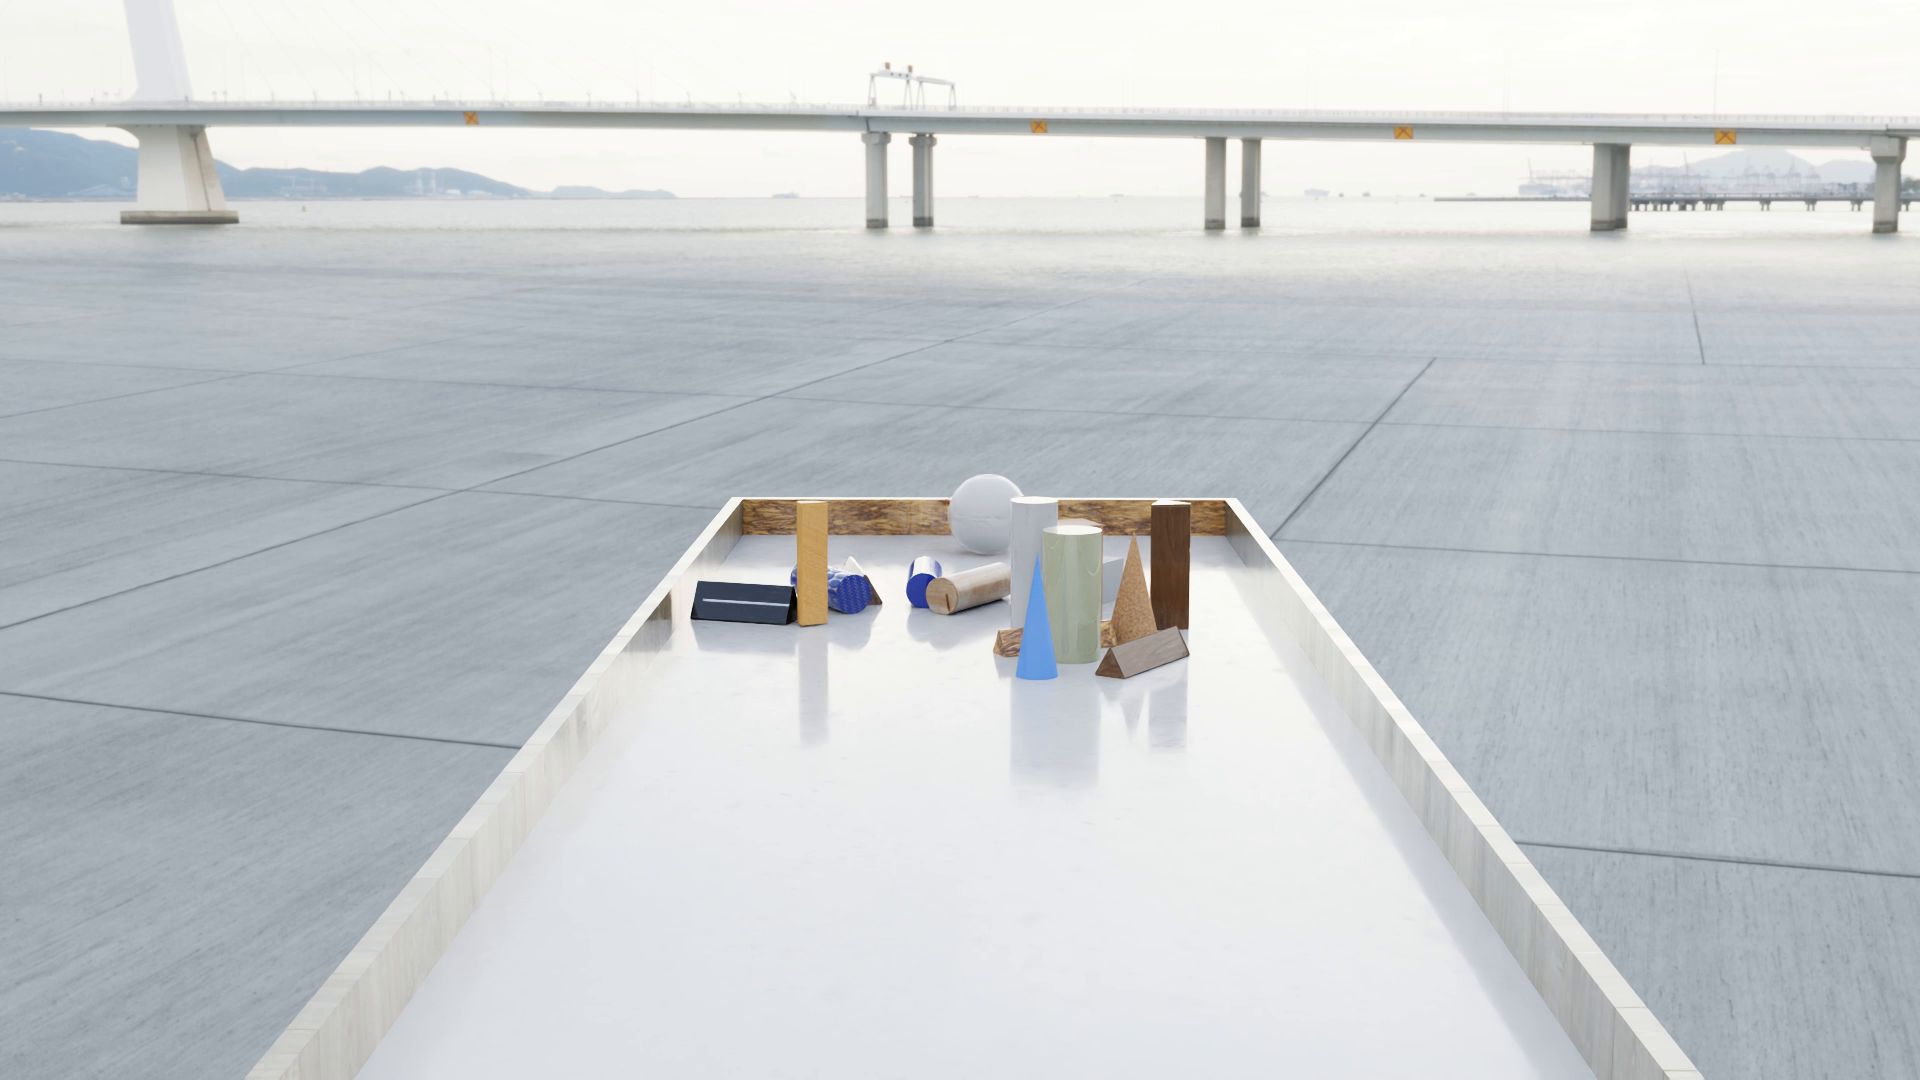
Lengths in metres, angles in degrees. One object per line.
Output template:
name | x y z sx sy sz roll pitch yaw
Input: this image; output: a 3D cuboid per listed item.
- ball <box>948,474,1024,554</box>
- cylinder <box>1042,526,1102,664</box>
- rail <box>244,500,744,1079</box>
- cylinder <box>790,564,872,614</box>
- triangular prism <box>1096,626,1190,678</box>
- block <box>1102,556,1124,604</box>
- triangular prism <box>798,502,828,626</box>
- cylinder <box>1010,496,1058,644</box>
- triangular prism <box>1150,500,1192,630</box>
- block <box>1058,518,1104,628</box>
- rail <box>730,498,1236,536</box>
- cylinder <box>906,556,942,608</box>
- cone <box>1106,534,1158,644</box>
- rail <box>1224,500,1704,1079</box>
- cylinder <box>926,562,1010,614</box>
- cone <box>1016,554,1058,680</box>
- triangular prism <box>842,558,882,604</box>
ball | 0.110 -0.101 8.635 0.316 0.316 0.316 0 9 0
cylinder | 0.341 0.165 6.699 0.179 0.397 0.179 0 9 0
rail | -1.004 0.839 3.234 0.050 0.150 12.000 0 9 1
cylinder | -0.448 0.159 7.577 0.134 0.134 0.356 -5 10 -30
triangular prism | 0.554 0.333 6.618 0.100 0.087 0.402 6 11 34
block | 0.396 0.153 7.581 0.145 0.145 0.401 6 11 35
triangular prism | -0.507 0.074 7.250 0.108 0.401 0.094 -4 6 -41
cylinder | 0.234 0.098 6.946 0.149 0.452 0.149 0 9 0
triangular prism | 0.671 0.080 7.186 0.132 0.413 0.114 -2 9 -11
block | 0.362 0.112 7.218 0.158 0.340 0.158 -4 10 -22
rail | 0.099 -0.098 9.147 2.100 0.150 0.050 0 9 1
cylinder | -0.124 0.147 7.691 0.123 0.123 0.340 0 9 0
cone | 0.549 0.143 6.966 0.170 0.356 0.170 0 9 0
rail | 1.046 0.843 3.208 0.050 0.150 12.000 0 9 1
cylinder | 0.038 0.165 7.559 0.128 0.128 0.366 6 11 33
cone | 0.227 0.217 6.457 0.126 0.370 0.126 0 9 0
triangular prism | -0.362 0.140 7.771 0.122 0.106 0.392 -2 9 -10
